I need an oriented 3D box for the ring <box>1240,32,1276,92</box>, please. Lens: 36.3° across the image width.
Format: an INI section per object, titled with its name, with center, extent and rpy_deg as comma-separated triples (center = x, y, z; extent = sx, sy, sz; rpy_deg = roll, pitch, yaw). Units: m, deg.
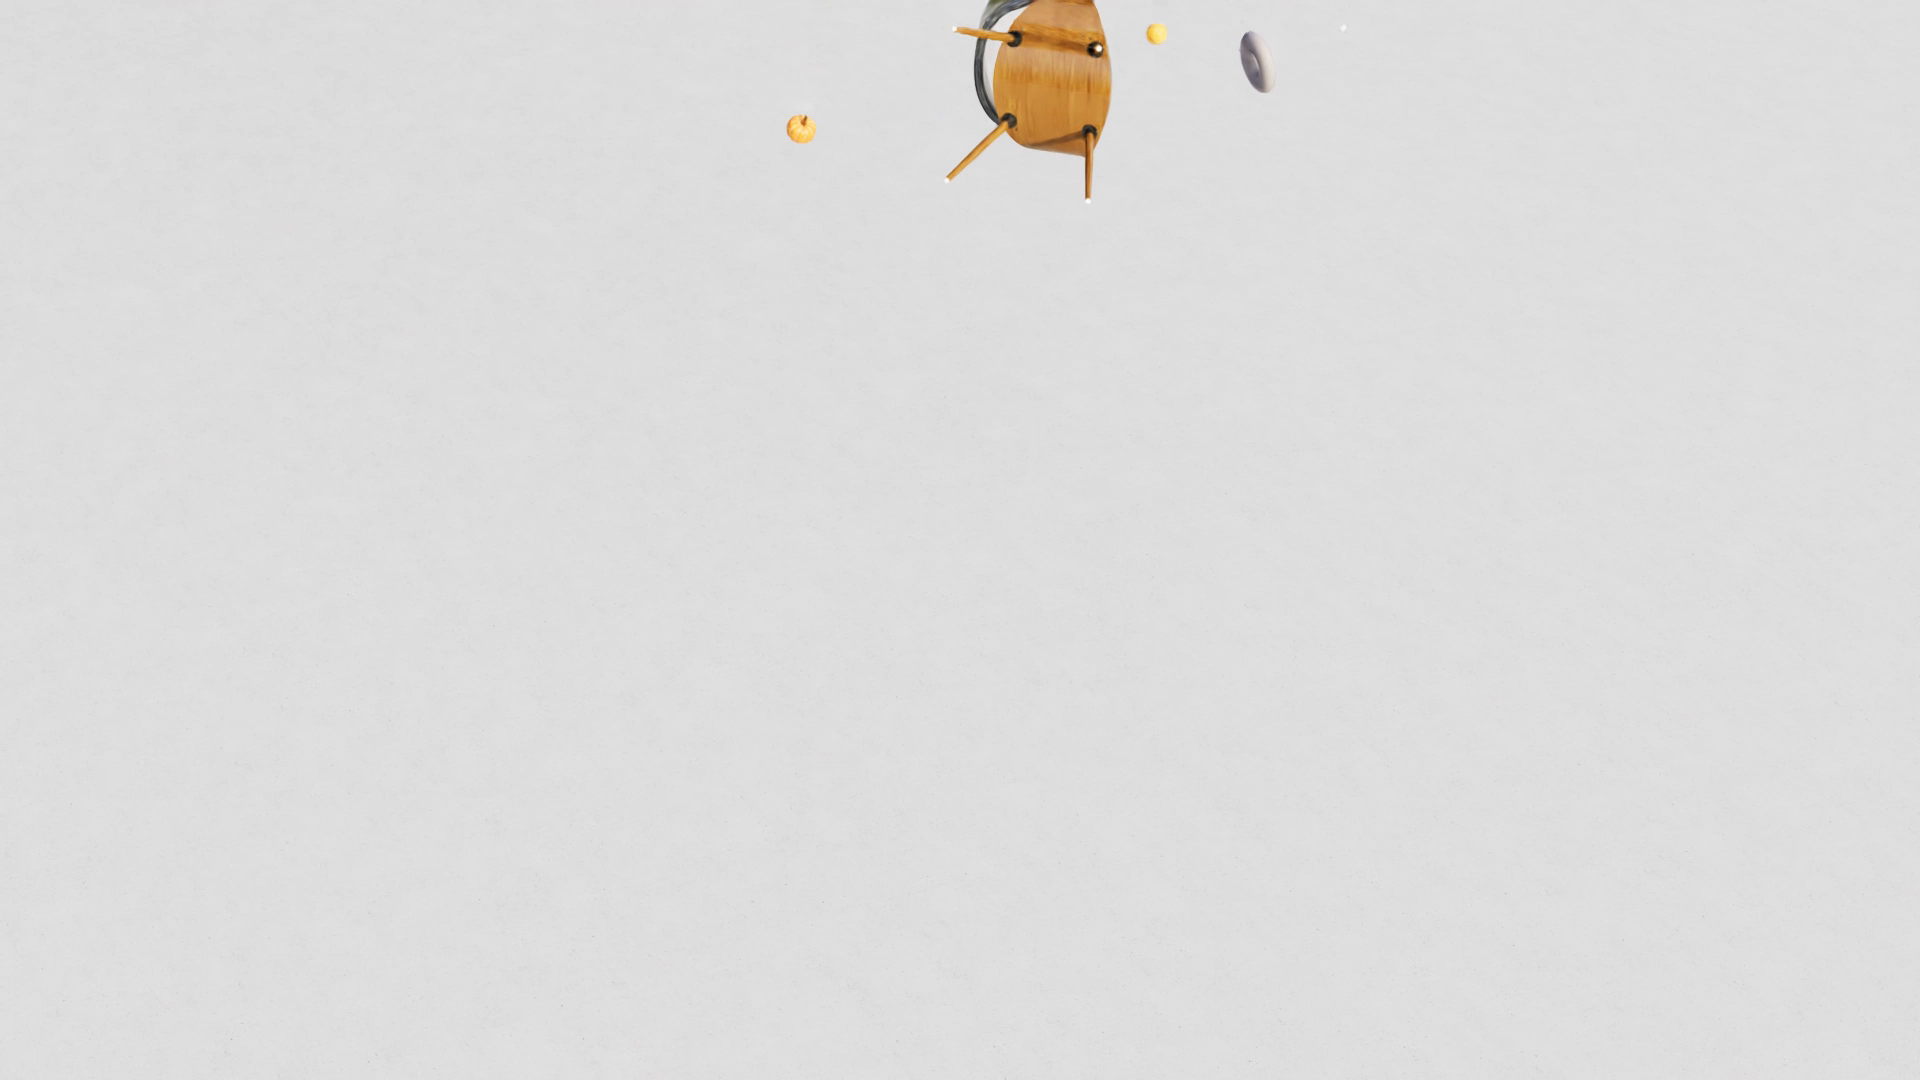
[ring]
center = 1.021, -1.638, 10.056
extent = 0.055, 0.223, 0.196
rpy_deg = -23, 34, -14
